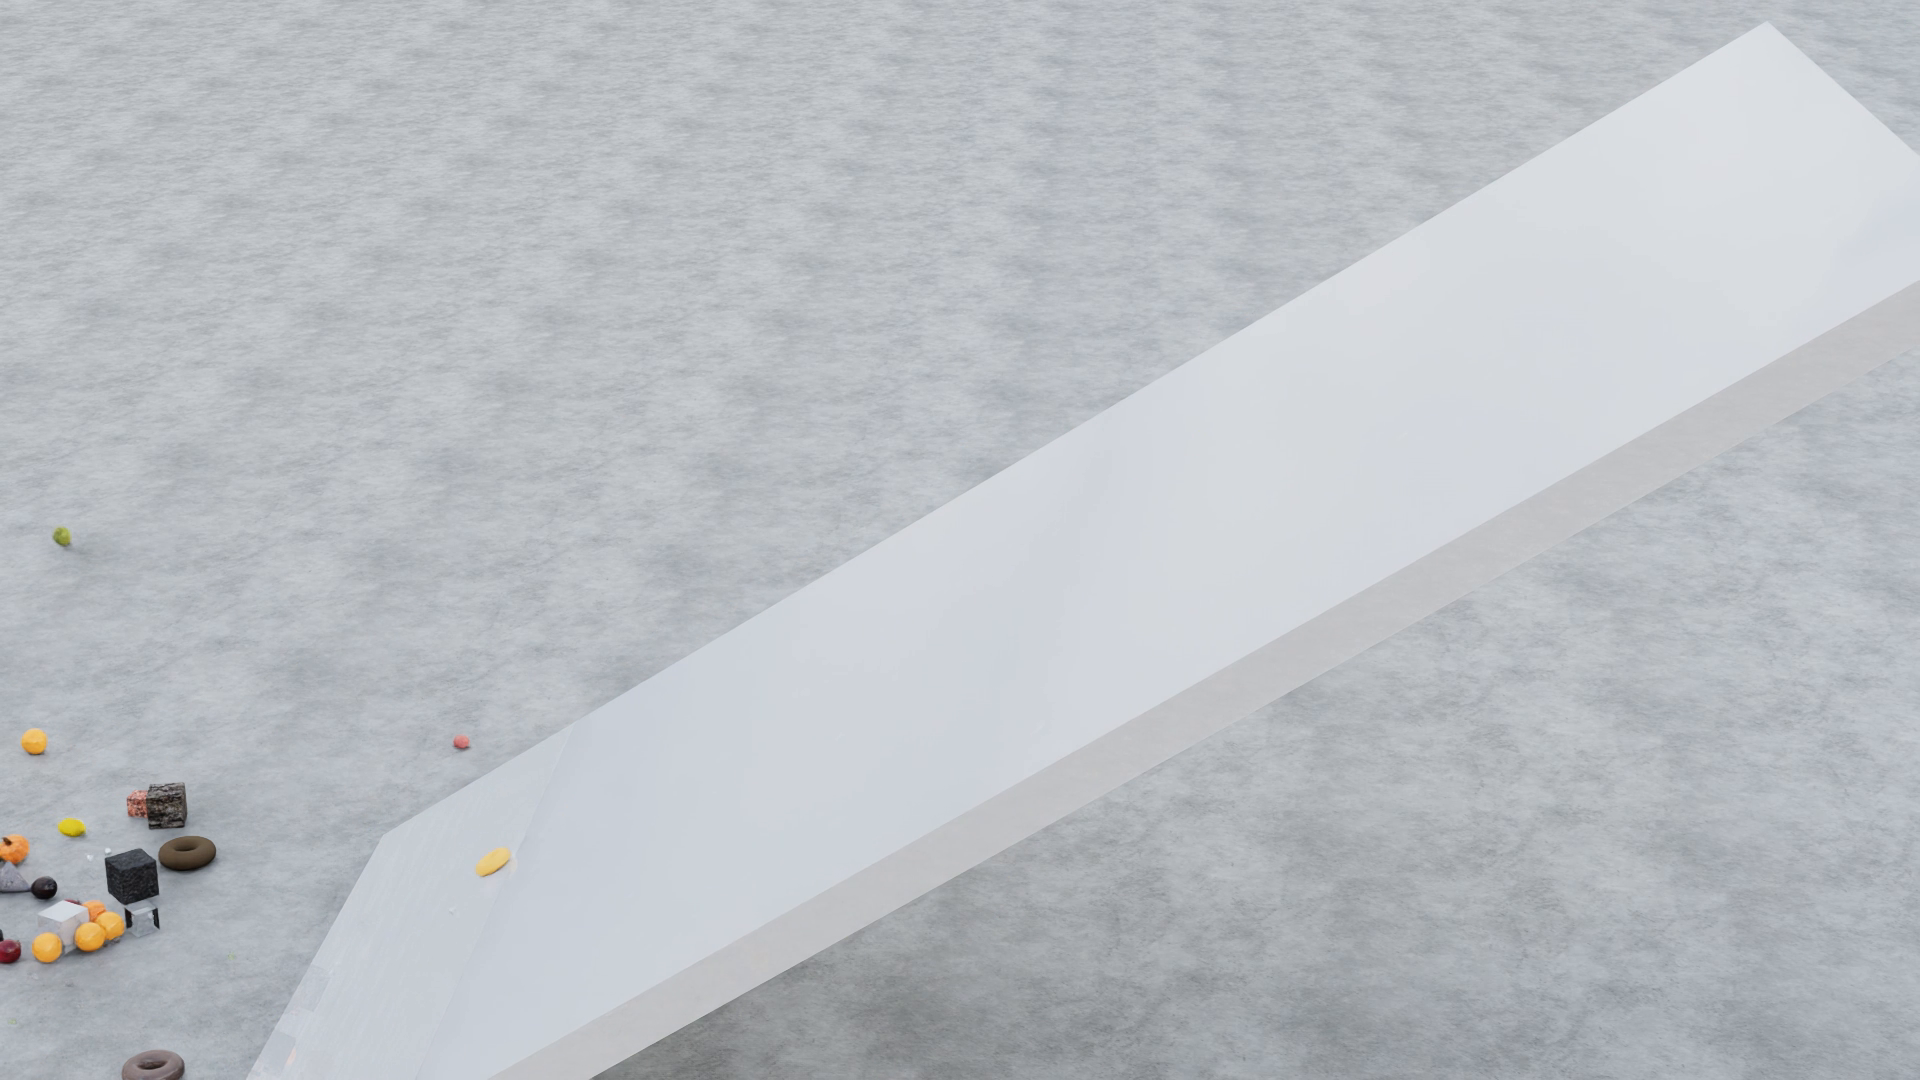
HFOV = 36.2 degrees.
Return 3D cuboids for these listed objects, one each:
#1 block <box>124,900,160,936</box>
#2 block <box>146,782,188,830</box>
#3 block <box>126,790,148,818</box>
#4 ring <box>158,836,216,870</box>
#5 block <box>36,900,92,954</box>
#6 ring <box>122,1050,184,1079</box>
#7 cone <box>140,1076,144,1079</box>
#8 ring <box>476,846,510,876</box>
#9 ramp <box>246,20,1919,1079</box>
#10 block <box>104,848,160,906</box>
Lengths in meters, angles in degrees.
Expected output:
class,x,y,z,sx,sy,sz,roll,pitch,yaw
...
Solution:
class,x,y,z,sx,sy,sz,roll,pitch,yaw
block,-2.046,0.946,7.355,0.060,0.060,0.060,-17,26,-39
block,-2.141,0.718,7.939,0.092,0.092,0.092,-3,20,-7
block,-2.227,0.717,7.996,0.054,0.054,0.054,3,20,8
ring,-2.027,0.821,7.717,0.148,0.049,0.148,-1,19,0
block,-2.219,0.958,7.285,0.086,0.086,0.086,11,23,28
ring,-1.830,1.202,6.671,0.141,0.047,0.141,-1,19,0
cone,-1.818,1.229,6.543,0.083,0.083,0.083,0,20,0
ring,-1.081,0.744,6.811,0.092,0.031,0.092,-32,14,9
ramp,0.140,0.170,6.293,4.000,0.100,2.000,-30,15,13
block,-2.121,0.862,7.535,0.097,0.097,0.097,-16,25,-36
